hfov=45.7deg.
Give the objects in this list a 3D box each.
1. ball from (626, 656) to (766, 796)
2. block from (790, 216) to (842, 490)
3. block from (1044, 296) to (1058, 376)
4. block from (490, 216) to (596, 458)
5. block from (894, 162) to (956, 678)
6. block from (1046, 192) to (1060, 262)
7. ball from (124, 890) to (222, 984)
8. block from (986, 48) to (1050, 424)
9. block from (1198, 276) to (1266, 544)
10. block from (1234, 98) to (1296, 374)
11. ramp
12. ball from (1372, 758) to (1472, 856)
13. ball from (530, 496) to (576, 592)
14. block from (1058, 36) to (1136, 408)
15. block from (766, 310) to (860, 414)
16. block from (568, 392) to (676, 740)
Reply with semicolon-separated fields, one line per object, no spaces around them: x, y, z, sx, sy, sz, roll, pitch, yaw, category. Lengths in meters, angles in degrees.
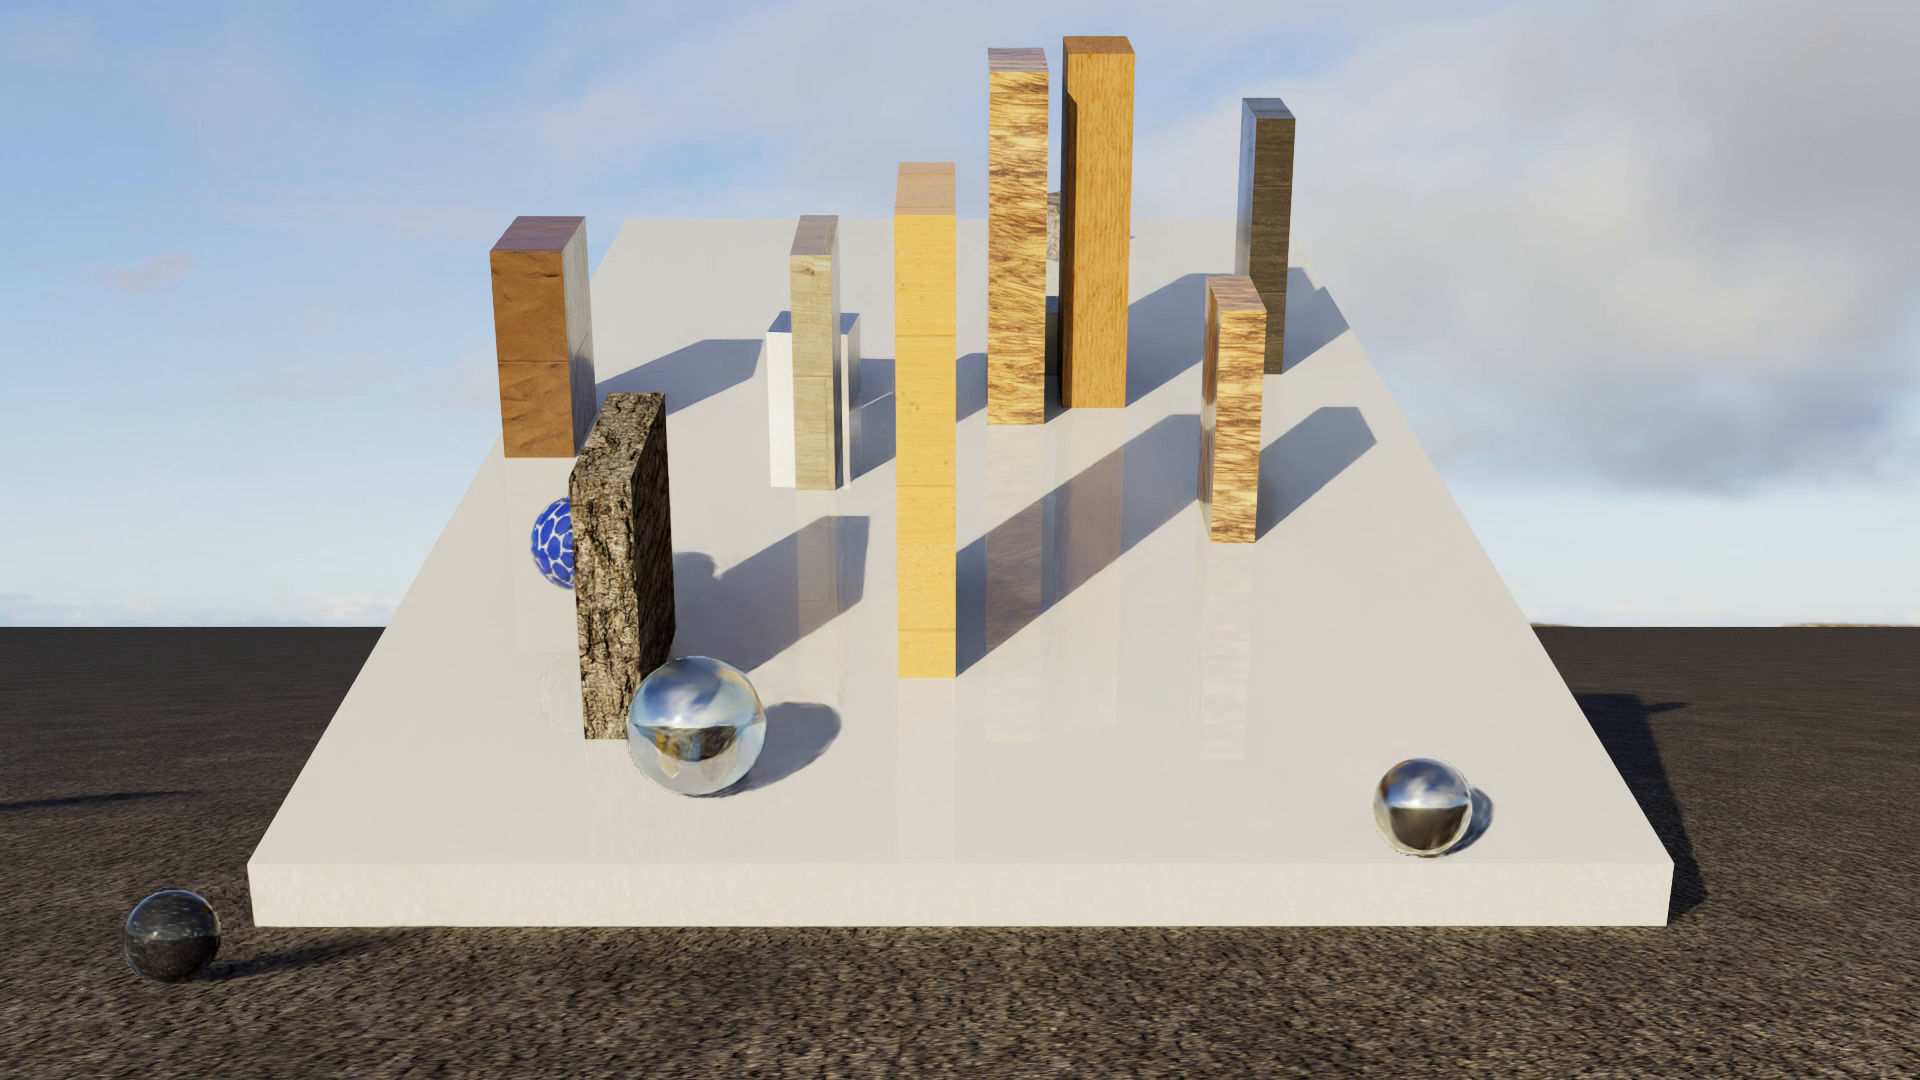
-0.390;0.275;3.376;0.206;0.206;0.206;0;-2;0;ball
-0.295;-0.392;4.722;0.080;0.489;0.352;0;21;0;block
0.273;-0.488;5.444;0.153;0.153;0.153;0;21;0;block
-0.891;-0.440;4.905;0.148;0.446;0.326;0;21;0;block
-0.055;-0.207;3.831;0.095;0.780;0.401;0;21;0;block
0.292;-0.893;6.495;0.159;0.159;0.159;-19;28;-40;block
-0.941;0.474;2.726;0.111;0.111;0.111;0;-2;0;ball
0.123;-0.676;5.064;0.124;0.775;0.327;0;21;0;block
0.522;-0.254;4.406;0.084;0.459;0.255;0;21;0;block
0.719;-0.724;5.428;0.090;0.607;0.271;0;21;0;block
-0.006;-0.214;5.082;2.000;0.100;4.000;0;21;0;ramp
0.651;0.375;3.213;0.137;0.137;0.137;0;-2;0;ball
-0.662;0.006;3.962;0.167;0.167;0.167;0;-2;0;ball
0.302;-0.715;5.140;0.143;0.794;0.252;0;21;0;block
-0.330;-0.406;5.187;0.182;0.182;0.182;2;21;6;block
-0.541;0.032;3.692;0.093;0.431;0.437;0;21;0;block
